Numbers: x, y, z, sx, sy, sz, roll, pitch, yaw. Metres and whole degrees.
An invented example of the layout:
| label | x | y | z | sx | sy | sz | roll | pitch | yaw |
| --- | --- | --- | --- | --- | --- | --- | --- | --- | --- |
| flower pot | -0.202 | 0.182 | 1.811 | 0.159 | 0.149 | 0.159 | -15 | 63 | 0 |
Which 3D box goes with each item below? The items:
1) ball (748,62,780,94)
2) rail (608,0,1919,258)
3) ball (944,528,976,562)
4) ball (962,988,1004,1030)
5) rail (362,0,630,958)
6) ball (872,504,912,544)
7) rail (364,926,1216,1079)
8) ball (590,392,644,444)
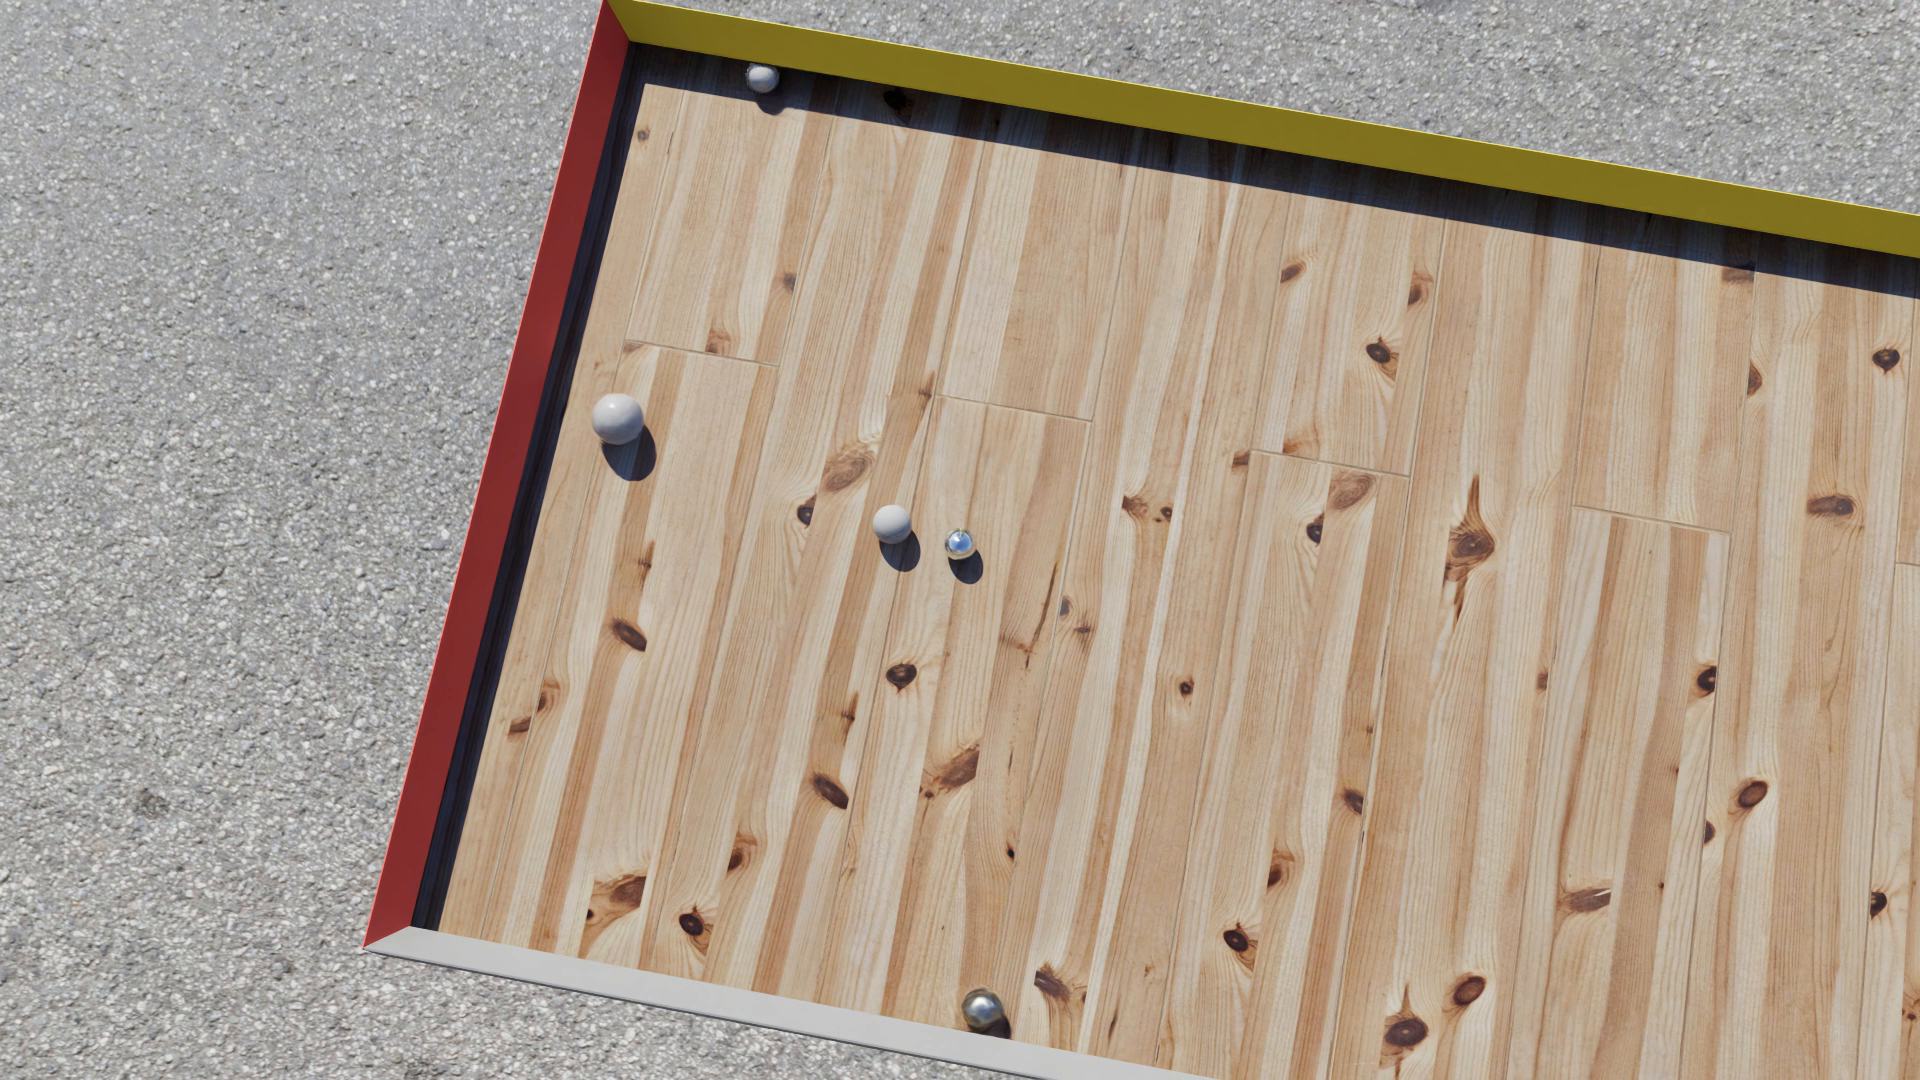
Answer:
| label | x | y | z | sx | sy | sz | roll | pitch | yaw |
| --- | --- | --- | --- | --- | --- | --- | --- | --- | --- |
| ball | -0.318 | -0.751 | 3.567 | 0.050 | 0.050 | 0.050 | 0 | 75 | 0 |
| rail | 0.846 | -0.584 | 3.492 | 2.891 | 0.105 | 0.045 | 10 | 75 | 3 |
| ball | 0.000 | 0.007 | 3.360 | 0.051 | 0.051 | 0.051 | 0 | 75 | 0 |
| ball | 0.032 | 0.677 | 3.173 | 0.060 | 0.060 | 0.060 | 0 | 75 | 0 |
| rail | -0.687 | -0.129 | 3.368 | 0.045 | 0.105 | 1.533 | 10 | 75 | 3 |
| ball | -0.104 | -0.024 | 3.363 | 0.061 | 0.061 | 0.061 | 0 | 75 | 0 |
| rail | 0.576 | 0.825 | 3.108 | 2.891 | 0.105 | 0.045 | 10 | 75 | 3 |
| ball | -0.530 | -0.188 | 3.398 | 0.081 | 0.081 | 0.081 | 0 | 75 | 0 |
